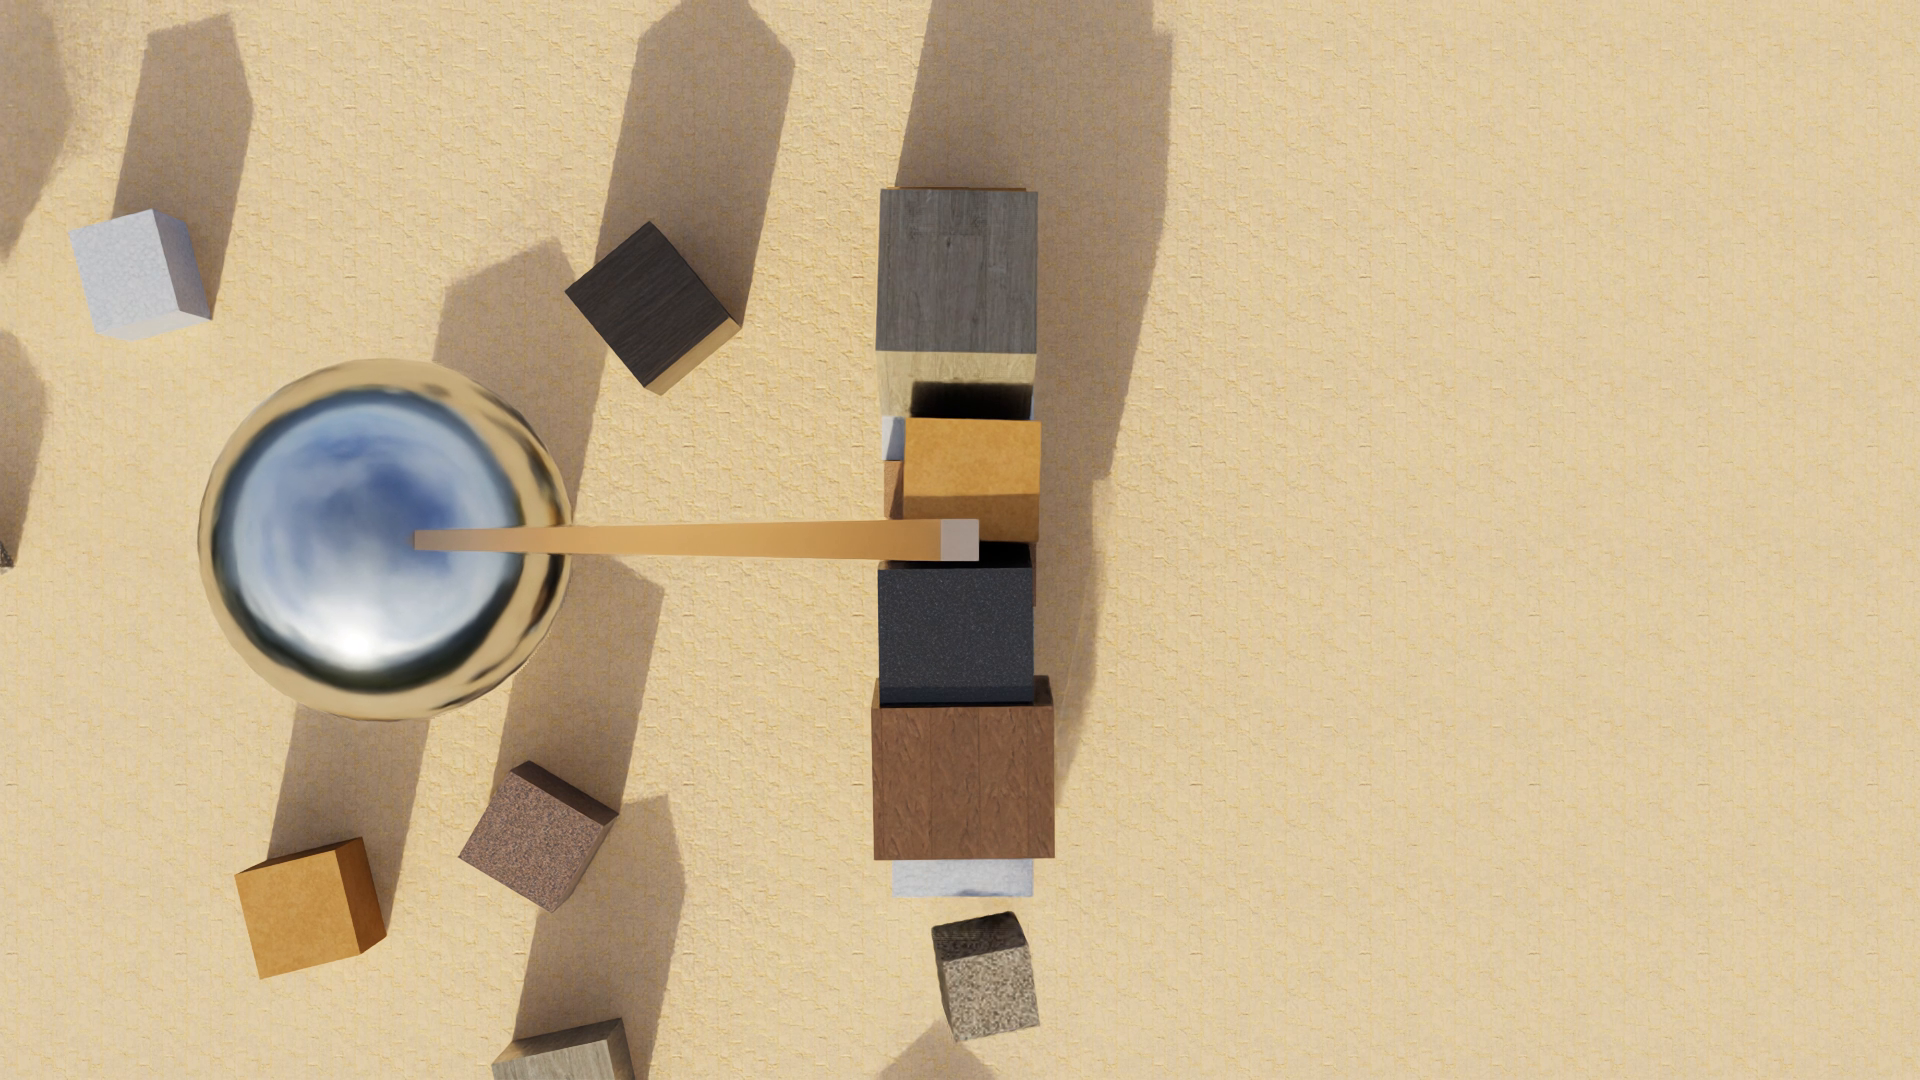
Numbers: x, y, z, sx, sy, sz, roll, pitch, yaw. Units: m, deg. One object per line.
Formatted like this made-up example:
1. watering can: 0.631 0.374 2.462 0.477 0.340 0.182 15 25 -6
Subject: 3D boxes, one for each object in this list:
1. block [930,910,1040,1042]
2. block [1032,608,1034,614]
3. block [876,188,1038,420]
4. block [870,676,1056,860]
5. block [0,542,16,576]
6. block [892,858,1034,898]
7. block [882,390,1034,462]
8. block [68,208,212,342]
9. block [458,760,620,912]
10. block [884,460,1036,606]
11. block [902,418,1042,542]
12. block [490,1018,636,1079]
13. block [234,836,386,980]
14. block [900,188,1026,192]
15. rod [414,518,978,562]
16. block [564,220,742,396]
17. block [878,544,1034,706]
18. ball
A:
1. block: 0.139 2.440 12.318 0.481 0.455 0.495 -10 107 -7
2. block: 0.014 0.809 12.561 0.792 0.878 0.857 0 90 0
3. block: -0.014 -1.240 11.703 0.817 0.949 0.903 1 73 0
4. block: 0.017 1.204 11.742 0.944 0.740 0.811 -1 99 0
5. block: -5.897 0.062 12.780 0.450 0.440 0.479 -29 90 0
6. block: 0.016 1.610 12.586 0.781 0.828 0.736 0 90 0
7. block: -0.010 -0.798 12.587 0.843 0.826 0.712 0 90 0
8. block: -4.736 -1.524 12.727 0.492 0.546 0.599 -15 90 0
9. block: -2.424 1.705 12.709 0.622 0.583 0.572 31 90 0
10. block: 0.001 -0.034 12.524 0.836 0.952 0.794 0 90 0
11. block: 0.063 -0.313 11.740 0.707 0.616 0.629 2 90 0
12. block: -2.265 3.163 12.710 0.667 0.579 0.554 -12 90 0
13. block: -3.745 2.118 12.712 0.586 0.575 0.610 -14 90 0
14. block: -0.020 -1.570 12.674 0.784 0.652 0.815 0 90 0
15. rod: -1.086 0.000 6.557 0.080 5.200 0.080 0 90 -25
16. block: -1.753 -1.320 12.653 0.623 0.695 0.704 -40 90 0
17. block: -0.022 0.442 11.686 0.797 0.741 0.715 -1 99 0
18. ball: -2.505 0.000 9.647 1.600 1.600 1.600 0 90 0
